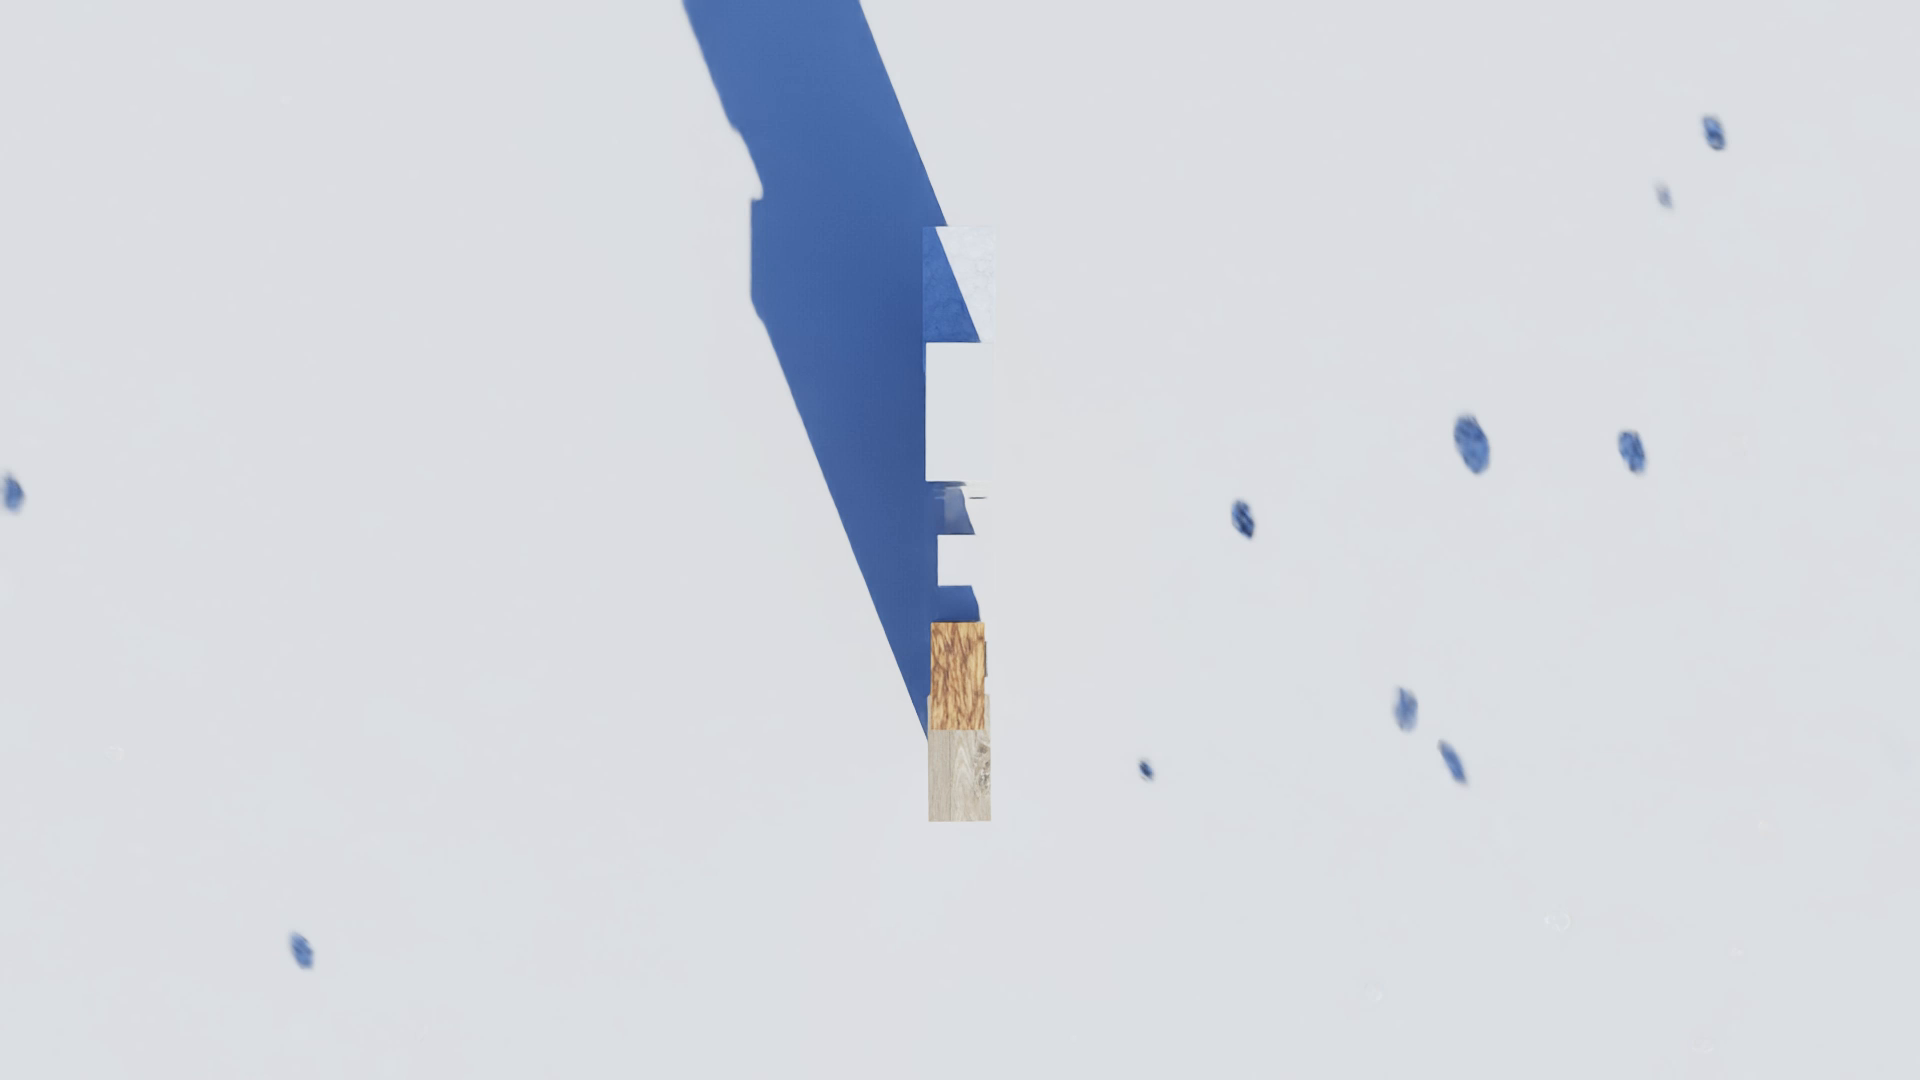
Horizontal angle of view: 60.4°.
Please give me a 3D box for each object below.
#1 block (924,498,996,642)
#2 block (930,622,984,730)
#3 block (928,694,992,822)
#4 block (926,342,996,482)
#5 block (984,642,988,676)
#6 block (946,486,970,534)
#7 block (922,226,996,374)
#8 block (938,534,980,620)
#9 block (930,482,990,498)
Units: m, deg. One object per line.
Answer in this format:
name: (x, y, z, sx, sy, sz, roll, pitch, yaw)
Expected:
block: (-0.001, 0.074, 4.110, 0.176, 0.050, 0.353, 0, 90, 0)
block: (-0.005, 0.314, 3.820, 0.124, 0.035, 0.248, 0, 90, 0)
block: (-0.002, 0.591, 4.481, 0.170, 0.048, 0.339, 0, 90, 0)
block: (0.001, -0.285, 3.683, 0.153, 0.043, 0.306, 0, 90, 0)
block: (0.000, 0.224, 4.521, 0.149, 0.042, 0.299, 0, 90, 0)
block: (-0.005, -0.072, 3.957, 0.057, 0.016, 0.113, 0, 90, 0)
block: (-0.002, -0.585, 4.036, 0.177, 0.050, 0.355, 0, 90, 0)
block: (-0.002, 0.087, 3.874, 0.099, 0.028, 0.197, 0, 90, 0)
block: (-0.001, -0.254, 4.099, 0.148, 0.042, 0.296, 0, 90, 0)
